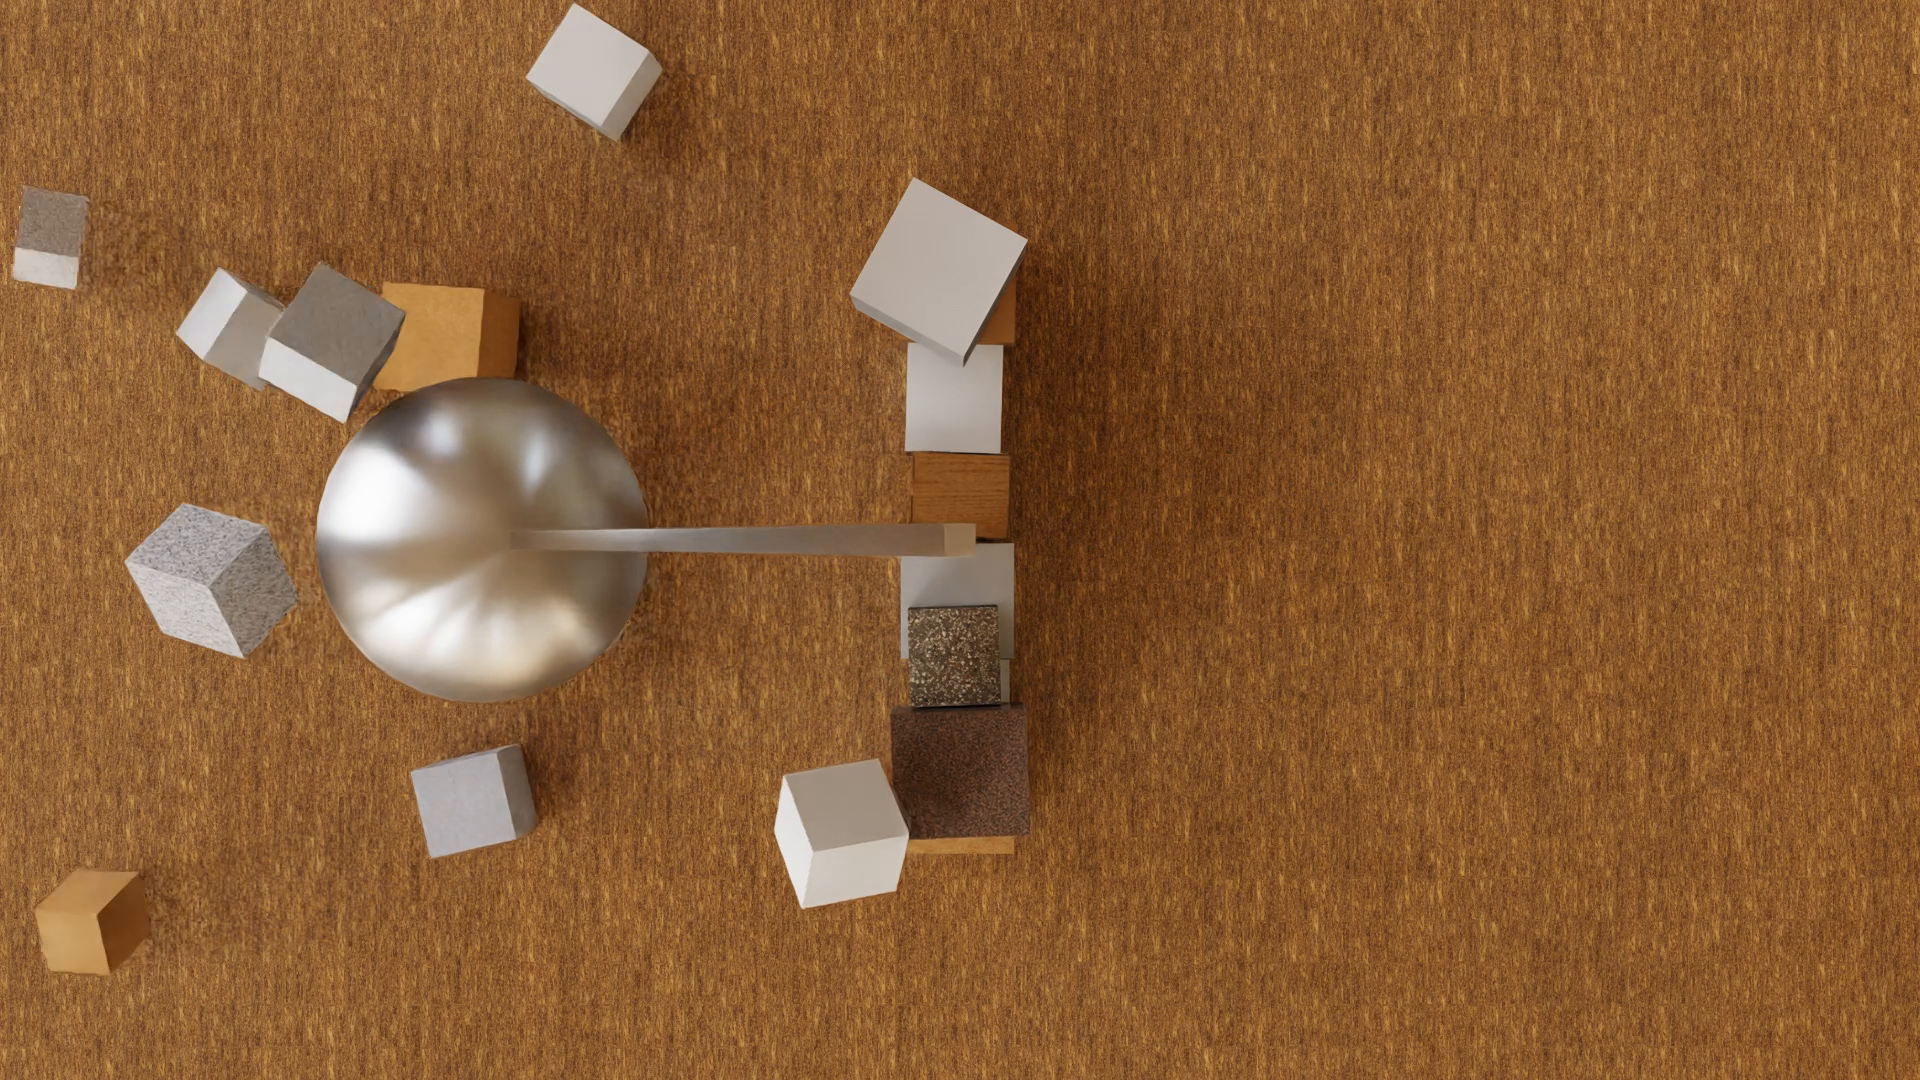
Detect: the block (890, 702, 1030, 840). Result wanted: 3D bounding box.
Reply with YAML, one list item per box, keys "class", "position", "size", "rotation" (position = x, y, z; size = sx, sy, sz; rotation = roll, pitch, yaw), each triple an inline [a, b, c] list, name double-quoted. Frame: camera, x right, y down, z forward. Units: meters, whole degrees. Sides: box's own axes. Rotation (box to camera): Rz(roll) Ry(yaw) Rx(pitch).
- class: "block"
  position: [0.001, 1.254, 12.039]
  size: [0.726, 0.601, 0.674]
  rotation: [-2, 90, 0]

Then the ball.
- class: "ball"
  position: [-2.329, 0.000, 10.775]
  size: [1.600, 1.600, 1.600]
  rotation: [0, 90, 0]

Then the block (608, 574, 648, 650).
- class: "block"
  position: [-2.201, 0.302, 12.736]
  size: [0.581, 0.528, 0.476]
  rotation: [25, 90, 0]

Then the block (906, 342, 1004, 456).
- class: "block"
  position: [-0.033, -0.805, 12.744]
  size: [0.541, 0.512, 0.619]
  rotation: [2, 90, 0]

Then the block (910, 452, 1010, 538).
- class: "block"
  position: [-0.004, -0.253, 12.699]
  size: [0.539, 0.582, 0.467]
  rotation: [2, 90, -2]

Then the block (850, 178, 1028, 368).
- class: "block"
  position: [-0.113, -1.435, 11.927]
  size: [0.686, 0.751, 0.702]
  rotation: [29, 90, 0]

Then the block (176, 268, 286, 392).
- class: "block"
  position: [-4.149, -1.216, 12.685]
  size: [0.408, 0.477, 0.463]
  rotation: [33, 90, -43]

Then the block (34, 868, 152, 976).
- class: "block"
  position: [-4.955, 2.180, 12.582]
  size: [0.386, 0.445, 0.405]
  rotation: [2, 114, 11]

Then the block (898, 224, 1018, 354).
- class: "block"
  position: [-0.012, -1.445, 12.651]
  size: [0.652, 0.698, 0.663]
  rotation: [2, 90, 0]

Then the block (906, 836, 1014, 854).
- class: "block"
  position: [-0.001, 1.452, 12.670]
  size: [0.611, 0.661, 0.616]
  rotation: [0, 90, 0]

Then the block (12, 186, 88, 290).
- class: "block"
  position: [-5.231, -1.735, 12.647]
  size: [0.338, 0.399, 0.400]
  rotation: [8, 66, -22]

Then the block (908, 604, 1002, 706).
- class: "block"
  position: [-0.031, 0.636, 12.212]
  size: [0.495, 0.456, 0.527]
  rotation: [-2, 90, 0]

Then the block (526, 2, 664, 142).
- class: "block"
  position: [-2.116, -2.710, 12.772]
  size: [0.522, 0.420, 0.512]
  rotation: [33, 90, 4]

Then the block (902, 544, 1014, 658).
- class: "block"
  position: [-0.014, 0.345, 12.720]
  size: [0.639, 0.560, 0.652]
  rotation: [0, 90, 0]

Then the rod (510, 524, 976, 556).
- class: "rod"
  position: [-1.009, 0.000, 7.641]
  size: [0.080, 5.200, 0.080]
  rotation: [0, 90, -23]

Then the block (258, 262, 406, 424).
- class: "block"
  position: [-2.937, -0.917, 10.290]
  size: [0.452, 0.420, 0.464]
  rotation: [30, 60, -9]

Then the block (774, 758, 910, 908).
- class: "block"
  position: [-0.635, 1.558, 11.689]
  size: [0.529, 0.491, 0.522]
  rotation: [-8, 47, -20]

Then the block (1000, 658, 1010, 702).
- class: "block"
  position: [0.017, 0.907, 12.765]
  size: [0.531, 0.471, 0.454]
  rotation: [0, 90, 0]

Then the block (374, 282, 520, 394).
- class: "block"
  position: [-2.939, -1.124, 12.650]
  size: [0.594, 0.629, 0.603]
  rotation: [5, 90, 7]

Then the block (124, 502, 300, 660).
- class: "block"
  position: [-3.825, 0.207, 11.278]
  size: [0.560, 0.526, 0.455]
  rotation: [14, 48, 23]

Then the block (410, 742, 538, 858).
- class: "block"
  position: [-2.800, 1.502, 12.723]
  size: [0.505, 0.527, 0.503]
  rotation: [-13, 90, 3]
